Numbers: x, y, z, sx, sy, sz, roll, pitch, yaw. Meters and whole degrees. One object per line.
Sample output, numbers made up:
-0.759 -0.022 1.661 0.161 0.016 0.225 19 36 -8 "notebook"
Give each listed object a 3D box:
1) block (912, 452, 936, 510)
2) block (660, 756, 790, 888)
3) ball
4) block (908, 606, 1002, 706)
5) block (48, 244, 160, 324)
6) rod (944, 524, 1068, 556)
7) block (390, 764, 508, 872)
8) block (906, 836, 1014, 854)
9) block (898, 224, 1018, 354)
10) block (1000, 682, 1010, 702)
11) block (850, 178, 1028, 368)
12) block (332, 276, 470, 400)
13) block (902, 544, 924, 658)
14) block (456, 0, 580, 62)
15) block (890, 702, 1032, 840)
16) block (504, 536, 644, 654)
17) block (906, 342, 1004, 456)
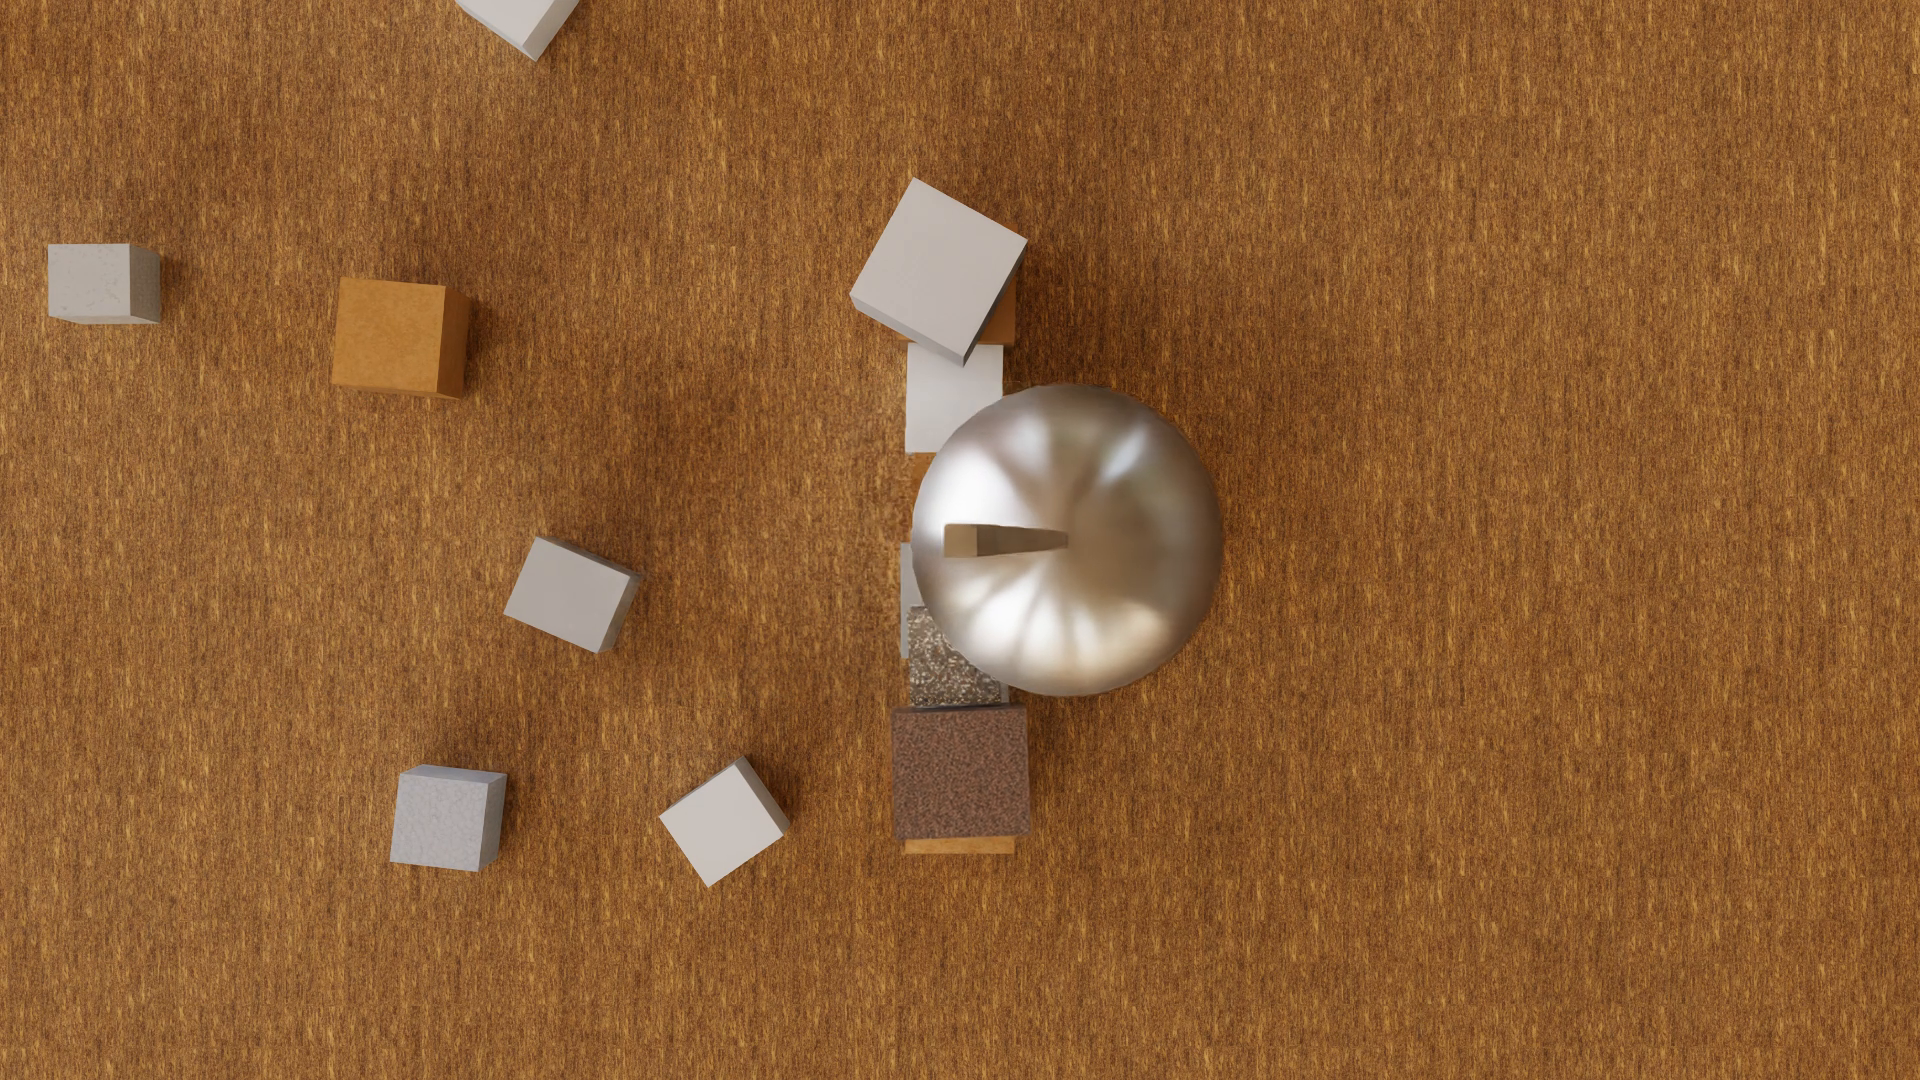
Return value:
0.001 -0.254 12.709 0.539 0.582 0.467 3 90 0 "block"
-1.354 1.622 12.735 0.522 0.529 0.491 -35 90 0 "block"
0.545 0.000 11.220 1.600 1.600 1.600 0 90 0 "ball"
-0.031 0.636 12.212 0.495 0.456 0.527 -2 90 0 "block"
-4.959 -1.482 12.761 0.463 0.477 0.408 -1 90 0 "block"
0.236 0.000 7.834 0.080 5.200 0.080 0 90 5 "rod"
-2.956 1.604 12.737 0.505 0.527 0.503 7 90 0 "block"
0.000 1.451 12.670 0.611 0.661 0.616 0 90 0 "block"
-0.012 -1.445 12.651 0.652 0.698 0.663 2 90 0 "block"
0.017 0.907 12.765 0.531 0.471 0.454 0 90 0 "block"
-0.113 -1.435 11.927 0.686 0.751 0.702 29 90 0 "block"
-3.215 -1.155 12.686 0.594 0.629 0.603 5 90 0 "block"
-0.014 0.345 12.720 0.639 0.560 0.652 0 90 0 "block"
-2.570 -3.186 12.790 0.522 0.420 0.512 36 90 0 "block"
0.003 1.257 12.039 0.726 0.601 0.674 -2 89 0 "block"
-2.231 0.312 12.736 0.581 0.528 0.476 23 90 0 "block"
-0.033 -0.805 12.744 0.541 0.512 0.619 2 90 0 "block"
